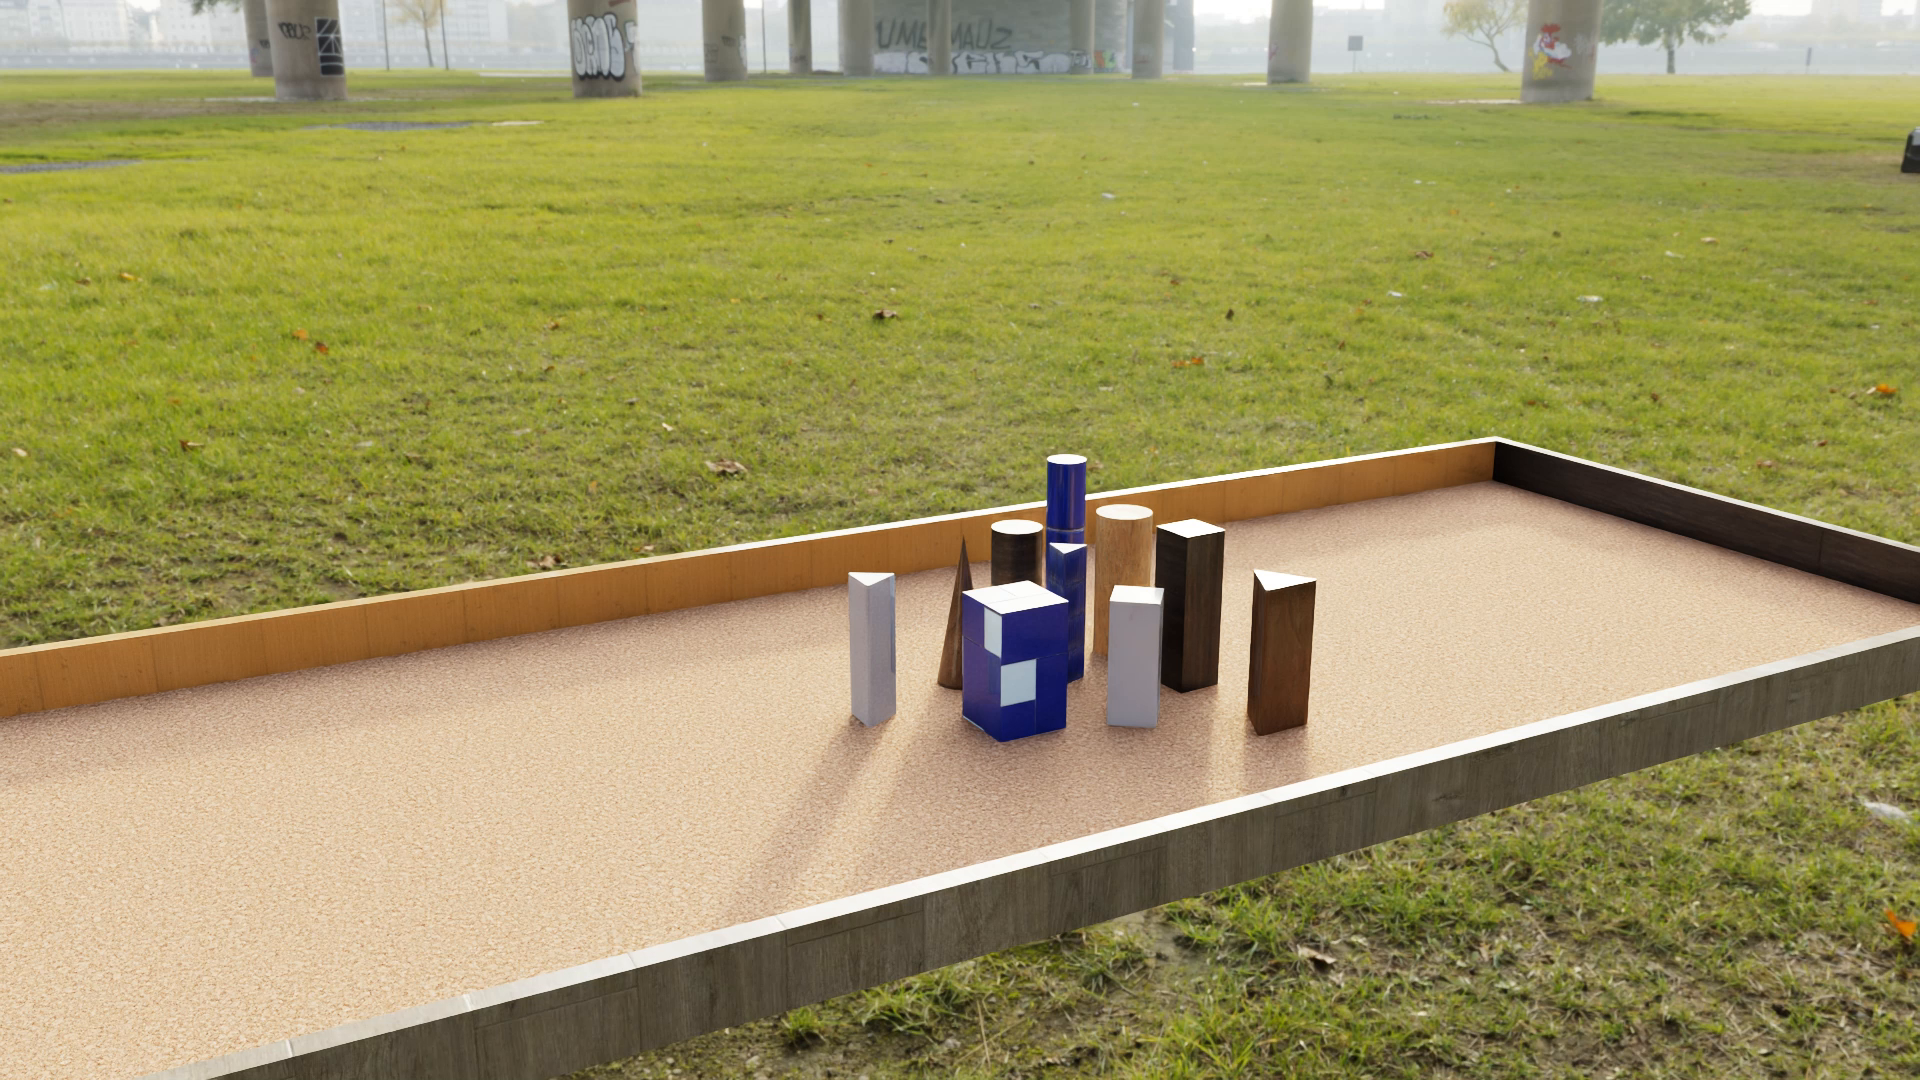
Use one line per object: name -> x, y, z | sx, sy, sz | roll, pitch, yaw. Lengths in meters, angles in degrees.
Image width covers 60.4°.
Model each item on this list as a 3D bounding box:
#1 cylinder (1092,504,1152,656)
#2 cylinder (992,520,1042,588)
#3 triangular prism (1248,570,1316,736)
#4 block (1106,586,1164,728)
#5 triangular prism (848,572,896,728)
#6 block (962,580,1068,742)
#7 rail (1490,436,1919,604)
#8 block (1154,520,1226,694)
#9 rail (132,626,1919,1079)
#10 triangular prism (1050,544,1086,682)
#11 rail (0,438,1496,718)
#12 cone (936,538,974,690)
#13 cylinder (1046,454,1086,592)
cylinder -> 0.426, 0.107, 4.322 | 0.145, 0.376, 0.145 | 0, 16, 0
cylinder -> 0.150, 0.118, 4.388 | 0.135, 0.319, 0.135 | 0, 16, 0
triangular prism -> 0.723, 0.257, 3.851 | 0.147, 0.355, 0.127 | -10, 19, -30
block -> 0.412, 0.274, 3.878 | 0.116, 0.307, 0.116 | 3, 17, 11
triangular prism -> -0.221, 0.252, 3.877 | 0.093, 0.350, 0.107 | 10, 19, 31
block -> 0.127, 0.280, 3.848 | 0.179, 0.312, 0.179 | -9, 19, -28
rail -> 2.466, -0.048, 5.253 | 0.050, 0.150, 2.100 | -9, 18, -27
block -> 0.564, 0.163, 4.088 | 0.118, 0.401, 0.118 | -10, 19, -31
rail -> -2.336, 1.006, 1.665 | 12.000, 0.150, 0.050 | -9, 18, -27
triangular prism -> 0.254, 0.181, 4.124 | 0.079, 0.347, 0.091 | 13, 21, 38
rail -> -3.305, 0.497, 3.399 | 12.000, 0.150, 0.050 | -9, 18, -27
cone -> 0.009, 0.170, 4.096 | 0.135, 0.384, 0.135 | 0, 16, 0
cylinder -> 0.293, -0.006, 4.581 | 0.108, 0.448, 0.108 | 0, 16, 0
